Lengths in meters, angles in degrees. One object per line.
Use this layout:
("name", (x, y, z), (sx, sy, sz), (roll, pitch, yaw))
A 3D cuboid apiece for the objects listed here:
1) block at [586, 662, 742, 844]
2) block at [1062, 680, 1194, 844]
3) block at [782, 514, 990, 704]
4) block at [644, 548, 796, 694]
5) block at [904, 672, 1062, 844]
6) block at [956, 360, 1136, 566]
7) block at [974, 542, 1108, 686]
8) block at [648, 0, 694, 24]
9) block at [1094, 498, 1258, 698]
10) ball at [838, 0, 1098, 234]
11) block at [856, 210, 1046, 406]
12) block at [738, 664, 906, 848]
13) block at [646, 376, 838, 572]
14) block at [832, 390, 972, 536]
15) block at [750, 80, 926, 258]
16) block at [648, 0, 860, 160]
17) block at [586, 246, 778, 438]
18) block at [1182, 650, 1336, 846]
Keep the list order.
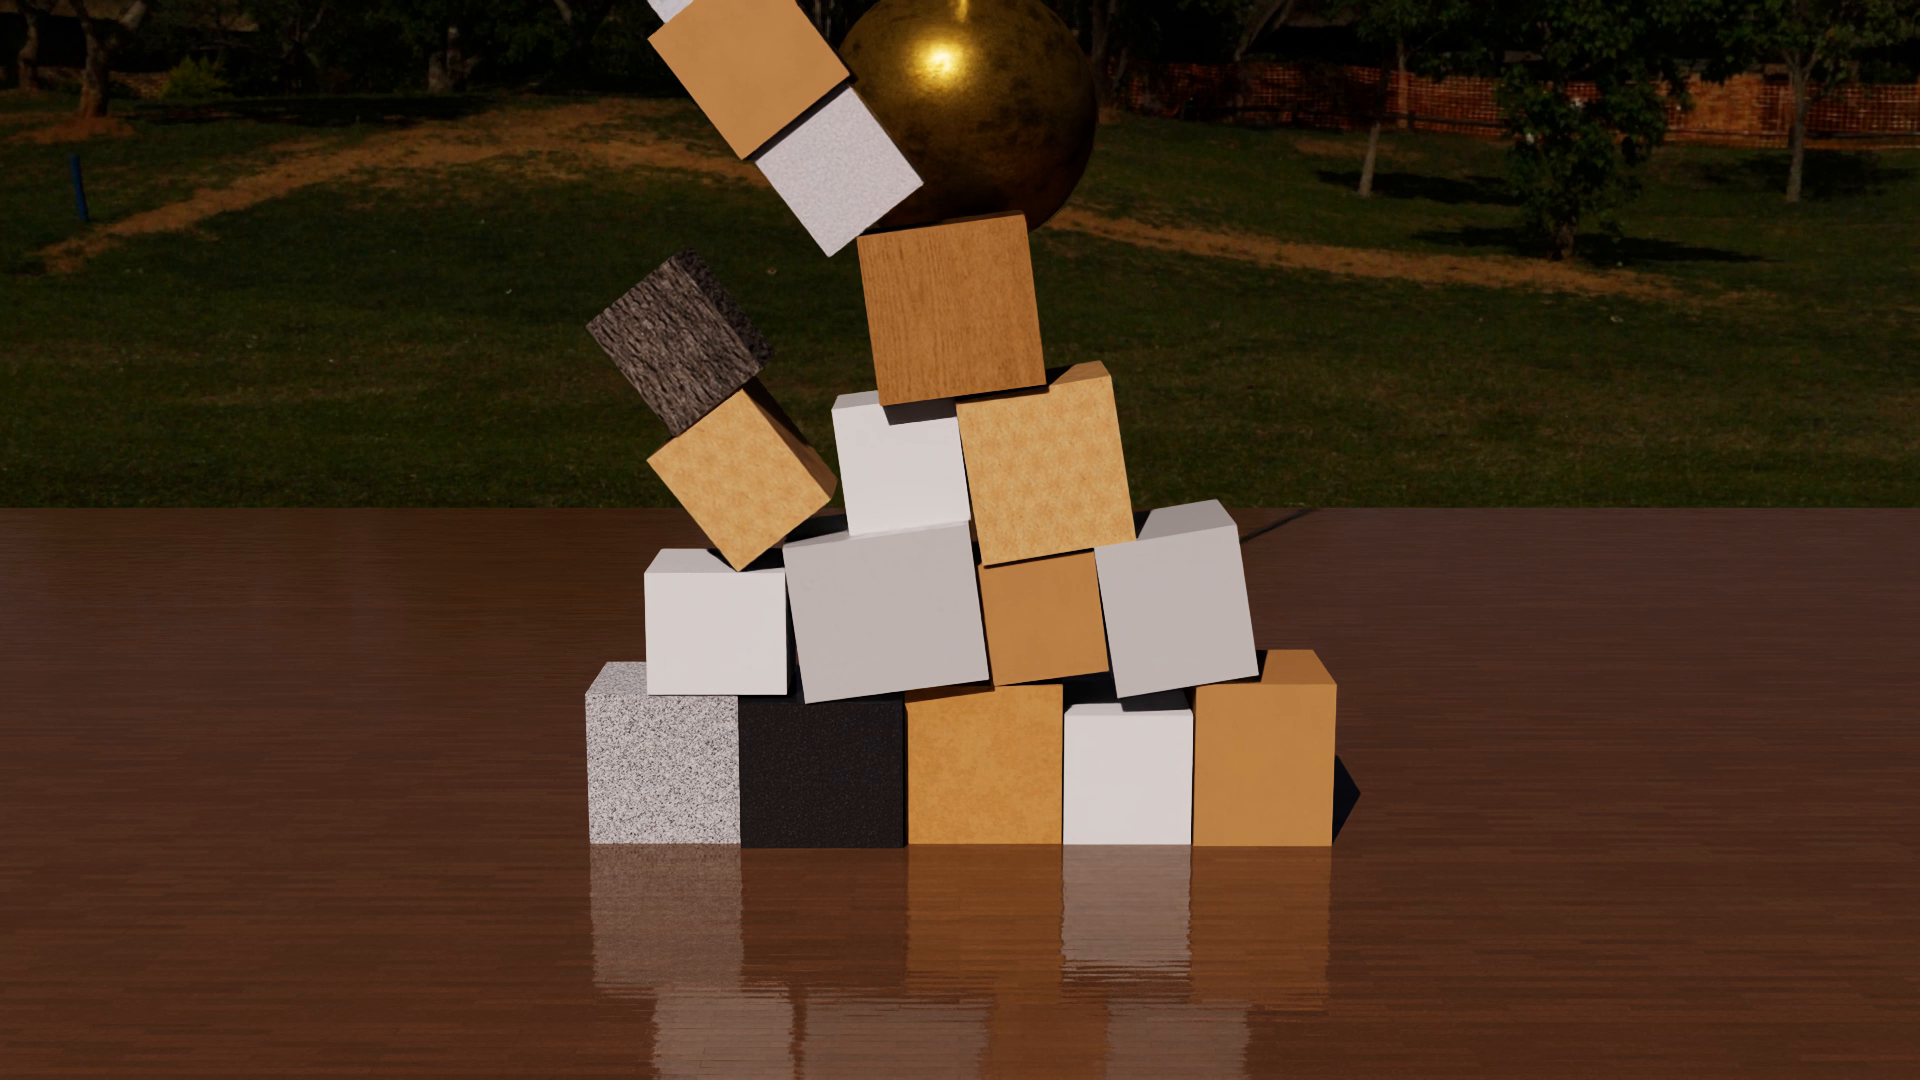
("block", (-1.492, 1.090, 11.396), (0.761, 0.777, 0.693), (0, 10, 0))
("block", (0.844, 1.143, 11.407), (0.643, 0.670, 0.728), (0, 10, 0))
("block", (-0.364, 0.293, 11.222), (0.919, 0.786, 0.831), (-7, 10, 1))
("block", (-1.213, 0.409, 11.242), (0.695, 0.618, 0.657), (0, 10, 0))
("block", (0.119, 1.070, 11.391), (0.789, 0.820, 0.700), (0, 10, 0))
("block", (0.421, -0.404, 11.126), (0.766, 0.824, 0.775), (-9, 10, 2))
("block", (0.405, 0.331, 11.235), (0.593, 0.617, 0.671), (-8, 10, 1))
("block", (-1.335, -2.863, 10.689), (0.560, 0.517, 0.502), (-37, 8, 6))
("block", (1.068, 0.284, 11.247), (0.709, 0.768, 0.805), (-9, 10, 1))
("ball", (0.000, -2.484, 12.837), (1.600, 1.600, 1.600), (0, 10, 0))
("block", (-0.037, -1.171, 10.944), (0.812, 0.819, 0.797), (-7, 10, 2))
("block", (-0.694, 1.106, 11.377), (0.816, 0.754, 0.811), (0, 10, 0))
("block", (-1.085, -0.353, 11.119), (0.591, 0.712, 0.662), (-38, 8, 6))
("block", (-0.288, -0.424, 11.114), (0.606, 0.631, 0.619), (-7, 10, 1))
("block", (-0.586, -1.829, 10.836), (0.581, 0.612, 0.635), (-37, 8, 7))
("block", (-0.994, -2.351, 10.762), (0.659, 0.717, 0.758), (-37, 8, 7))
("block", (-1.380, -1.000, 10.990), (0.557, 0.691, 0.667), (-37, 8, 8))
("block", (1.525, 1.062, 11.381), (0.697, 0.838, 0.756), (0, 10, 0))
